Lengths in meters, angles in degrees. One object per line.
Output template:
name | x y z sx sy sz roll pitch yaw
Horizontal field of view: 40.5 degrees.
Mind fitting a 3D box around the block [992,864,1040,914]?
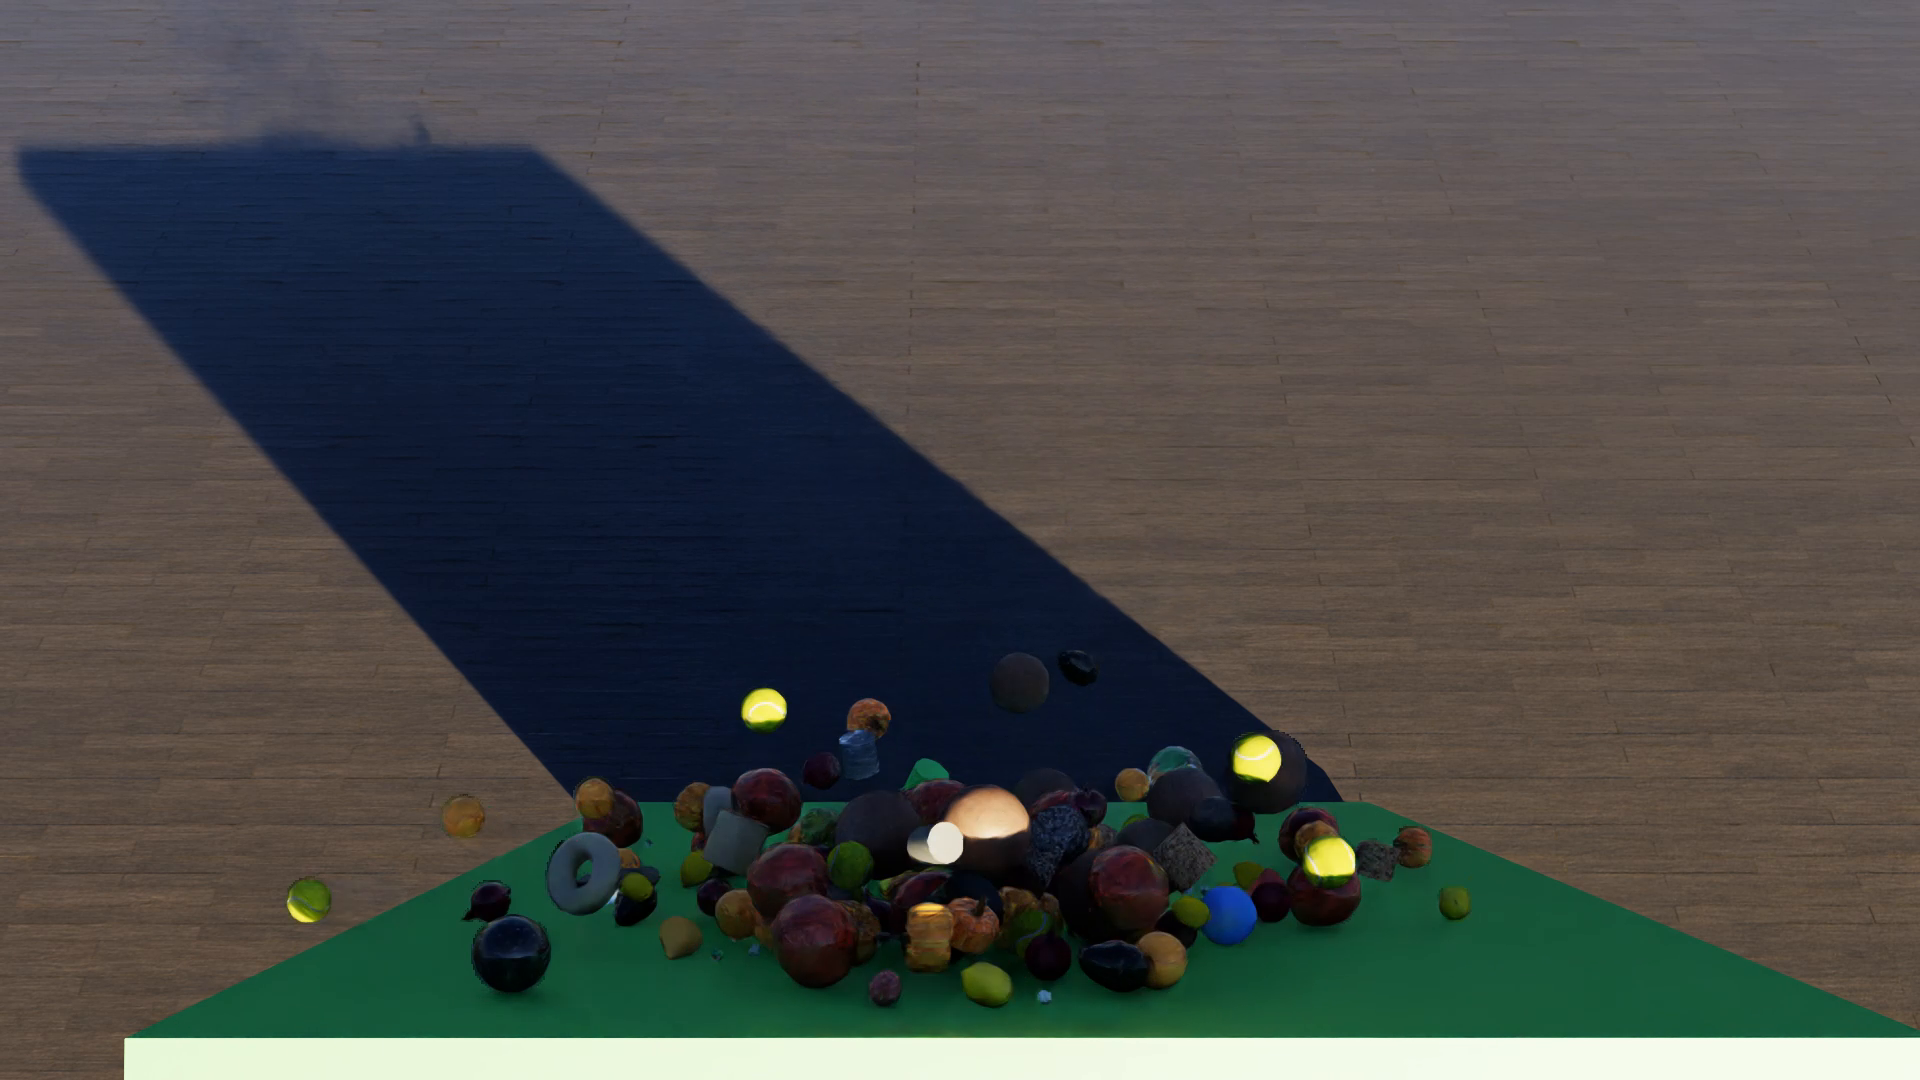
block | 0.089 0.556 4.151 0.076 0.076 0.076 0 -4 0

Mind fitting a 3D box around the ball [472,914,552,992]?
ball | -0.558 0.515 3.238 0.096 0.096 0.096 0 36 0

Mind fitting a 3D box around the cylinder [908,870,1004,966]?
cylinder | -0.006 0.491 3.378 0.091 0.091 0.091 22 46 -25

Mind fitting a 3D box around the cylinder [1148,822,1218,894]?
cylinder | 0.329 0.470 3.842 0.074 0.074 0.074 46 49 6

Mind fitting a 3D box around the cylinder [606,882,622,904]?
cylinder | -0.592 0.572 4.256 0.054 0.054 0.054 22 10 28

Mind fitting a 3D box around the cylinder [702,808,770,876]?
cylinder | -0.339 0.456 3.922 0.080 0.080 0.080 22 -3 1

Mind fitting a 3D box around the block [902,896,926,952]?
block | -0.040 0.539 3.635 0.067 0.067 0.067 5 2 10

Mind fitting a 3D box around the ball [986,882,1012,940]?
ball | 0.034 0.540 3.781 0.085 0.085 0.085 0 36 0

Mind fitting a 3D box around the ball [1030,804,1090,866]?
ball | 0.141 0.415 3.657 0.085 0.085 0.085 0 36 0

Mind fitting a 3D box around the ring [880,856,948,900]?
ring | -0.075 0.556 4.362 0.138 0.138 0.046 -35 91 -38

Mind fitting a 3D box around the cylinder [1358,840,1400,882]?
cylinder | 0.709 0.544 4.403 0.059 0.059 0.059 15 -1 0

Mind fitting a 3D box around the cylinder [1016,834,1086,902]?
cylinder | 0.143 0.497 4.043 0.093 0.093 0.093 11 52 14

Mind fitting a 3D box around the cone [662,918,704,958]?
cone | -0.392 0.561 3.570 0.063 0.063 0.063 11 15 14

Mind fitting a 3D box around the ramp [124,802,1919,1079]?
ramp | 0.079 0.671 4.864 2.000 0.100 4.000 0 -2 0

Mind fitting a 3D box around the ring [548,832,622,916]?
ring | -0.524 0.466 3.628 0.120 0.040 0.120 -13 63 28

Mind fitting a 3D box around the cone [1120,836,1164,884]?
cone | 0.345 0.593 4.654 0.090 0.090 0.090 -10 27 -13

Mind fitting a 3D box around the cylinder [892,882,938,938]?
cylinder | -0.051 0.534 3.717 0.080 0.080 0.080 8 35 -5

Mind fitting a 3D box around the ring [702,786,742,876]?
ring | -0.369 0.456 4.083 0.048 0.143 0.143 -12 36 3

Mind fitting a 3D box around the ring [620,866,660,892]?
ring | -0.565 0.584 4.460 0.101 0.101 0.034 -8 79 -11

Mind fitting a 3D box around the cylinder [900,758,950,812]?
cylinder | -0.062 0.434 4.603 0.066 0.066 0.066 21 28 -11

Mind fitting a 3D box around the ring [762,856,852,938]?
ring | -0.224 0.523 3.813 0.136 0.045 0.136 7 48 -8

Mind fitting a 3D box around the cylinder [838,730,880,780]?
cylinder | -0.170 0.361 4.364 0.061 0.061 0.061 -7 21 3

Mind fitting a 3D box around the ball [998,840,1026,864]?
ball | 0.101 0.592 4.874 0.059 0.059 0.059 0 36 0

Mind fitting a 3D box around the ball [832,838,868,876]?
ball | -0.186 0.536 4.402 0.062 0.062 0.062 0 36 0

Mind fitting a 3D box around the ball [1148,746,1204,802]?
ball | 0.376 0.409 4.544 0.097 0.097 0.097 0 36 0

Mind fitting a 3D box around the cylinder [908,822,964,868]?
cylinder | -0.032 0.393 3.347 0.053 0.053 0.053 -28 4 -33

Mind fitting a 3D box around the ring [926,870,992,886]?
ring | 0.001 0.584 4.390 0.125 0.042 0.125 -1 -2 0

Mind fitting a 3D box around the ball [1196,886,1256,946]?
ball | 0.382 0.537 3.721 0.085 0.085 0.085 0 36 0

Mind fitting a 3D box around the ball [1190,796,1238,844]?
ball | 0.387 0.426 3.962 0.073 0.073 0.073 0 36 0

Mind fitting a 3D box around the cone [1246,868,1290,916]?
cone | 0.463 0.563 4.077 0.077 0.077 0.077 -14 38 -26

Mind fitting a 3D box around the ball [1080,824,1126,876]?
ball | 0.258 0.571 4.794 0.094 0.094 0.094 0 36 0
